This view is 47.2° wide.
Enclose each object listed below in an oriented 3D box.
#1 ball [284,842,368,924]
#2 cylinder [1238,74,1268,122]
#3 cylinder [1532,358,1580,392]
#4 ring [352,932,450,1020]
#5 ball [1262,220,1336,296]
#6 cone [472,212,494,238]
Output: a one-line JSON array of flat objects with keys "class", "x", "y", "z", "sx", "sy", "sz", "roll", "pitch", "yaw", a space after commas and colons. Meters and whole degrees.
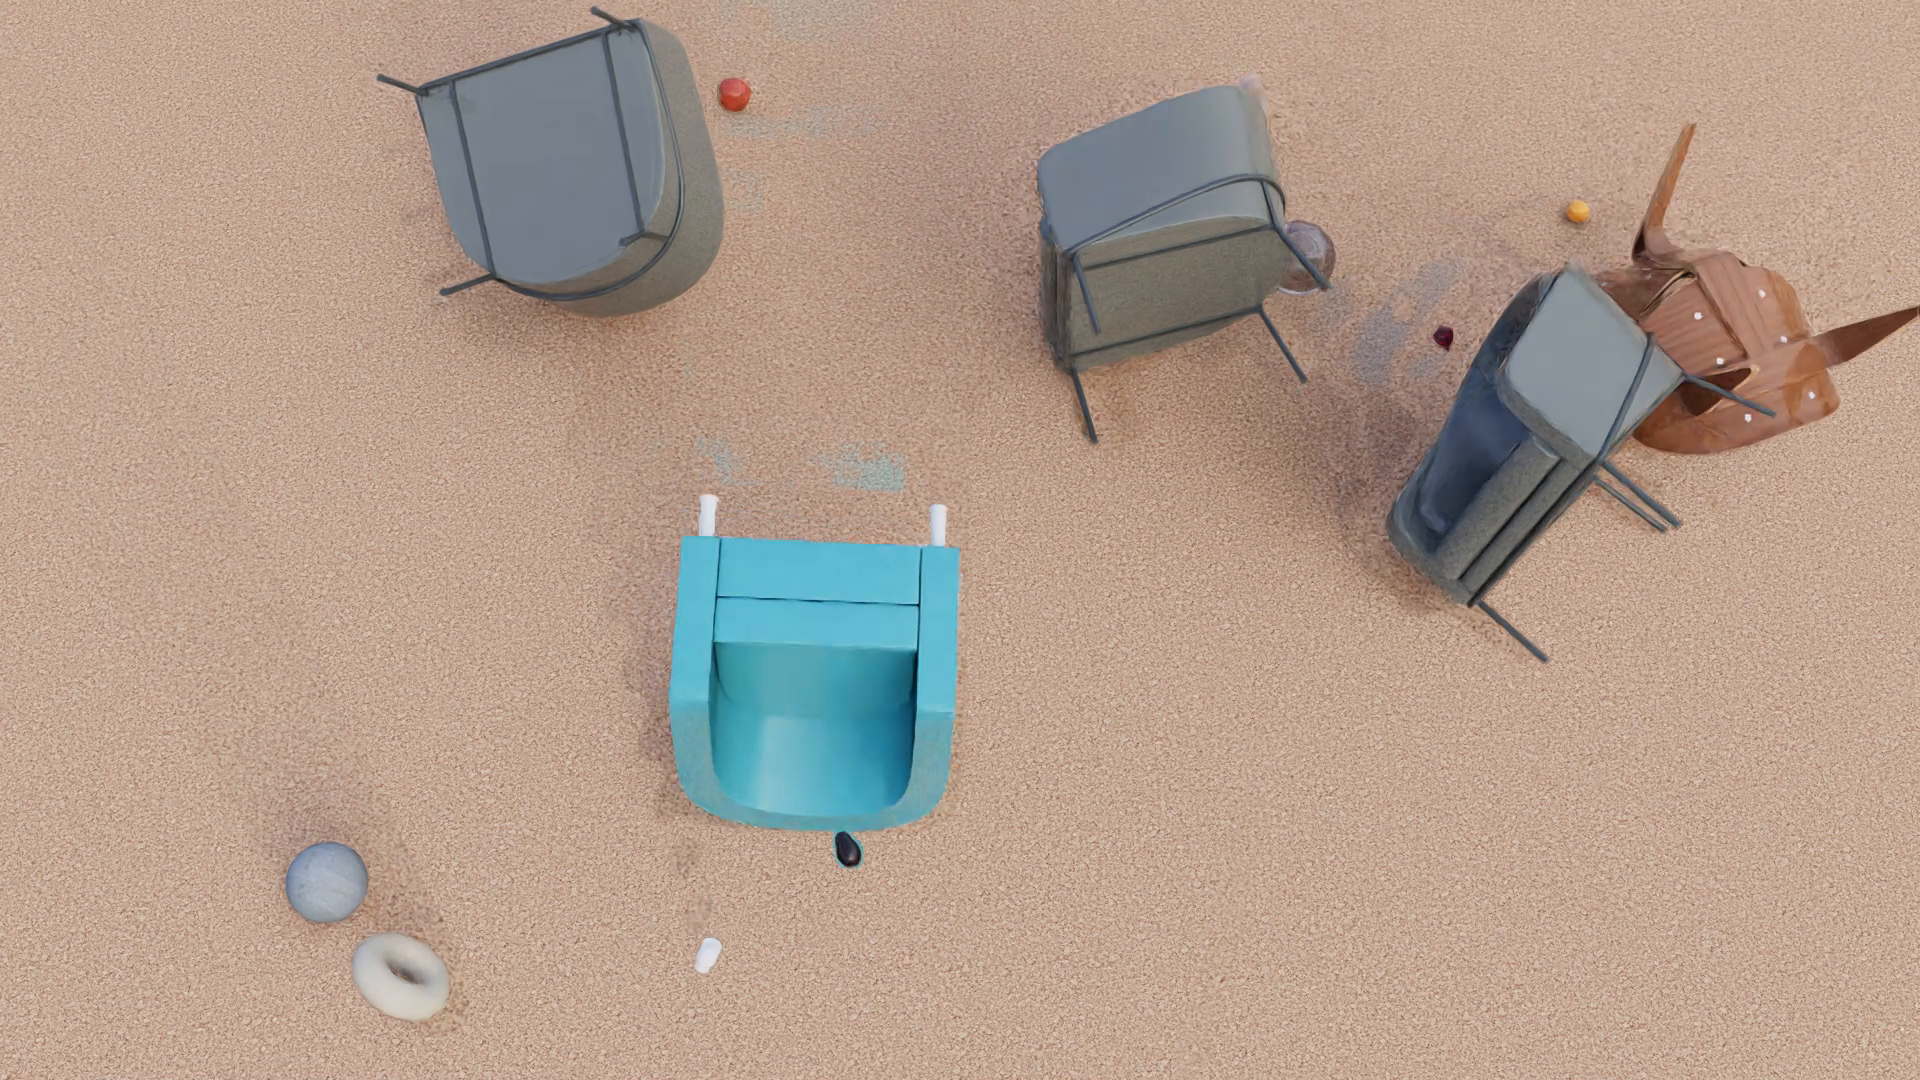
[{"class": "ball", "x": -1.680, "y": 0.909, "z": 5.836, "sx": 0.213, "sy": 0.213, "sz": 0.213, "roll": 0, "pitch": 56, "yaw": 0}, {"class": "cylinder", "x": 0.997, "y": -1.499, "z": 7.466, "sx": 0.086, "sy": 0.146, "sz": 0.081, "roll": -11, "pitch": 47, "yaw": -1}, {"class": "cylinder", "x": 1.859, "y": -0.514, "z": 6.867, "sx": 0.111, "sy": 0.080, "sz": 0.121, "roll": -6, "pitch": 36, "yaw": -4}, {"class": "ring", "x": -1.441, "y": 1.126, "z": 5.675, "sx": 0.092, "sy": 0.272, "sz": 0.264, "roll": -51, "pitch": 56, "yaw": 19}, {"class": "ball", "x": 1.084, "y": -0.903, "z": 7.036, "sx": 0.239, "sy": 0.239, "sz": 0.239, "roll": 0, "pitch": 56, "yaw": 0}, {"class": "cone", "x": -1.585, "y": -1.034, "z": 7.253, "sx": 0.085, "sy": 0.049, "sz": 0.086, "roll": 9, "pitch": 73, "yaw": 24}]
